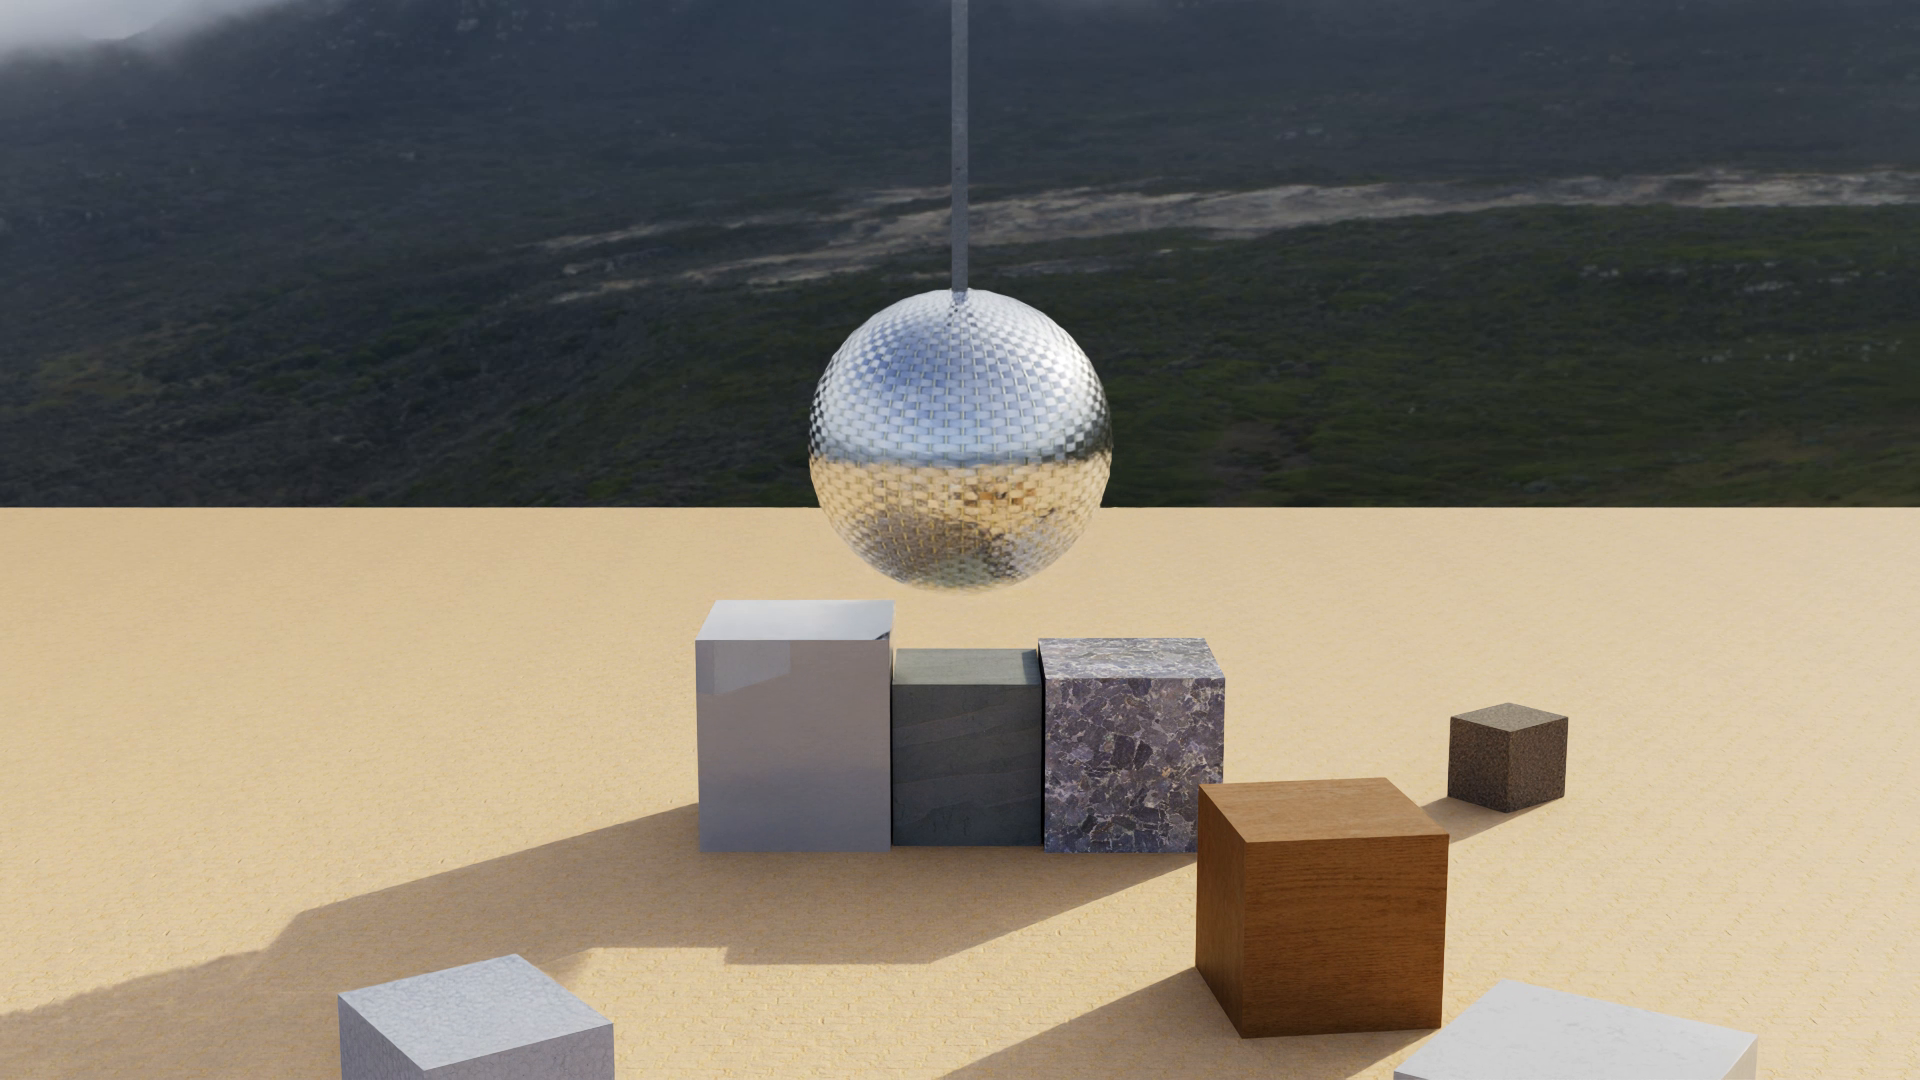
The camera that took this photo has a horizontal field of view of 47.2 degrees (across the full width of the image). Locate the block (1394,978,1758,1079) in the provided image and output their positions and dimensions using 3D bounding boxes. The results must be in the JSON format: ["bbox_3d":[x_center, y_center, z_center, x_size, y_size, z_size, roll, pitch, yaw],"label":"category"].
[{"bbox_3d":[1.867,1.935,6.696,0.816,0.796,0.883,7,12,34],"label":"block"}]

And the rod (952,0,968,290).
[{"bbox_3d":[0.000,-3.809,10.660,0.080,5.200,0.080,0,14,0],"label":"rod"}]

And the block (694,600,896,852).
[{"bbox_3d":[-0.824,0.940,11.364,0.955,1.085,0.958,0,10,0],"label":"block"}]

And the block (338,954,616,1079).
[{"bbox_3d":[-1.614,1.881,7.347,0.647,0.670,0.763,-7,13,-35],"label":"block"}]

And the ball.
[{"bbox_3d":[0.000,-0.510,11.485,1.600,1.600,1.600,0,10,0],"label":"ball"}]

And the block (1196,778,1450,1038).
[{"bbox_3d":[1.471,1.496,9.071,0.820,0.810,0.792,-1,10,-7],"label":"block"}]

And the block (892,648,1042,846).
[{"bbox_3d":[0.035,1.060,11.392,0.743,0.838,0.787,0,10,0],"label":"block"}]

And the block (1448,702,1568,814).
[{"bbox_3d":[2.959,1.170,11.882,0.494,0.446,0.400,-8,13,-37],"label":"block"}]

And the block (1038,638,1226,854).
[{"bbox_3d":[0.861,1.041,11.333,0.884,0.896,0.887,0,10,0],"label":"block"}]
